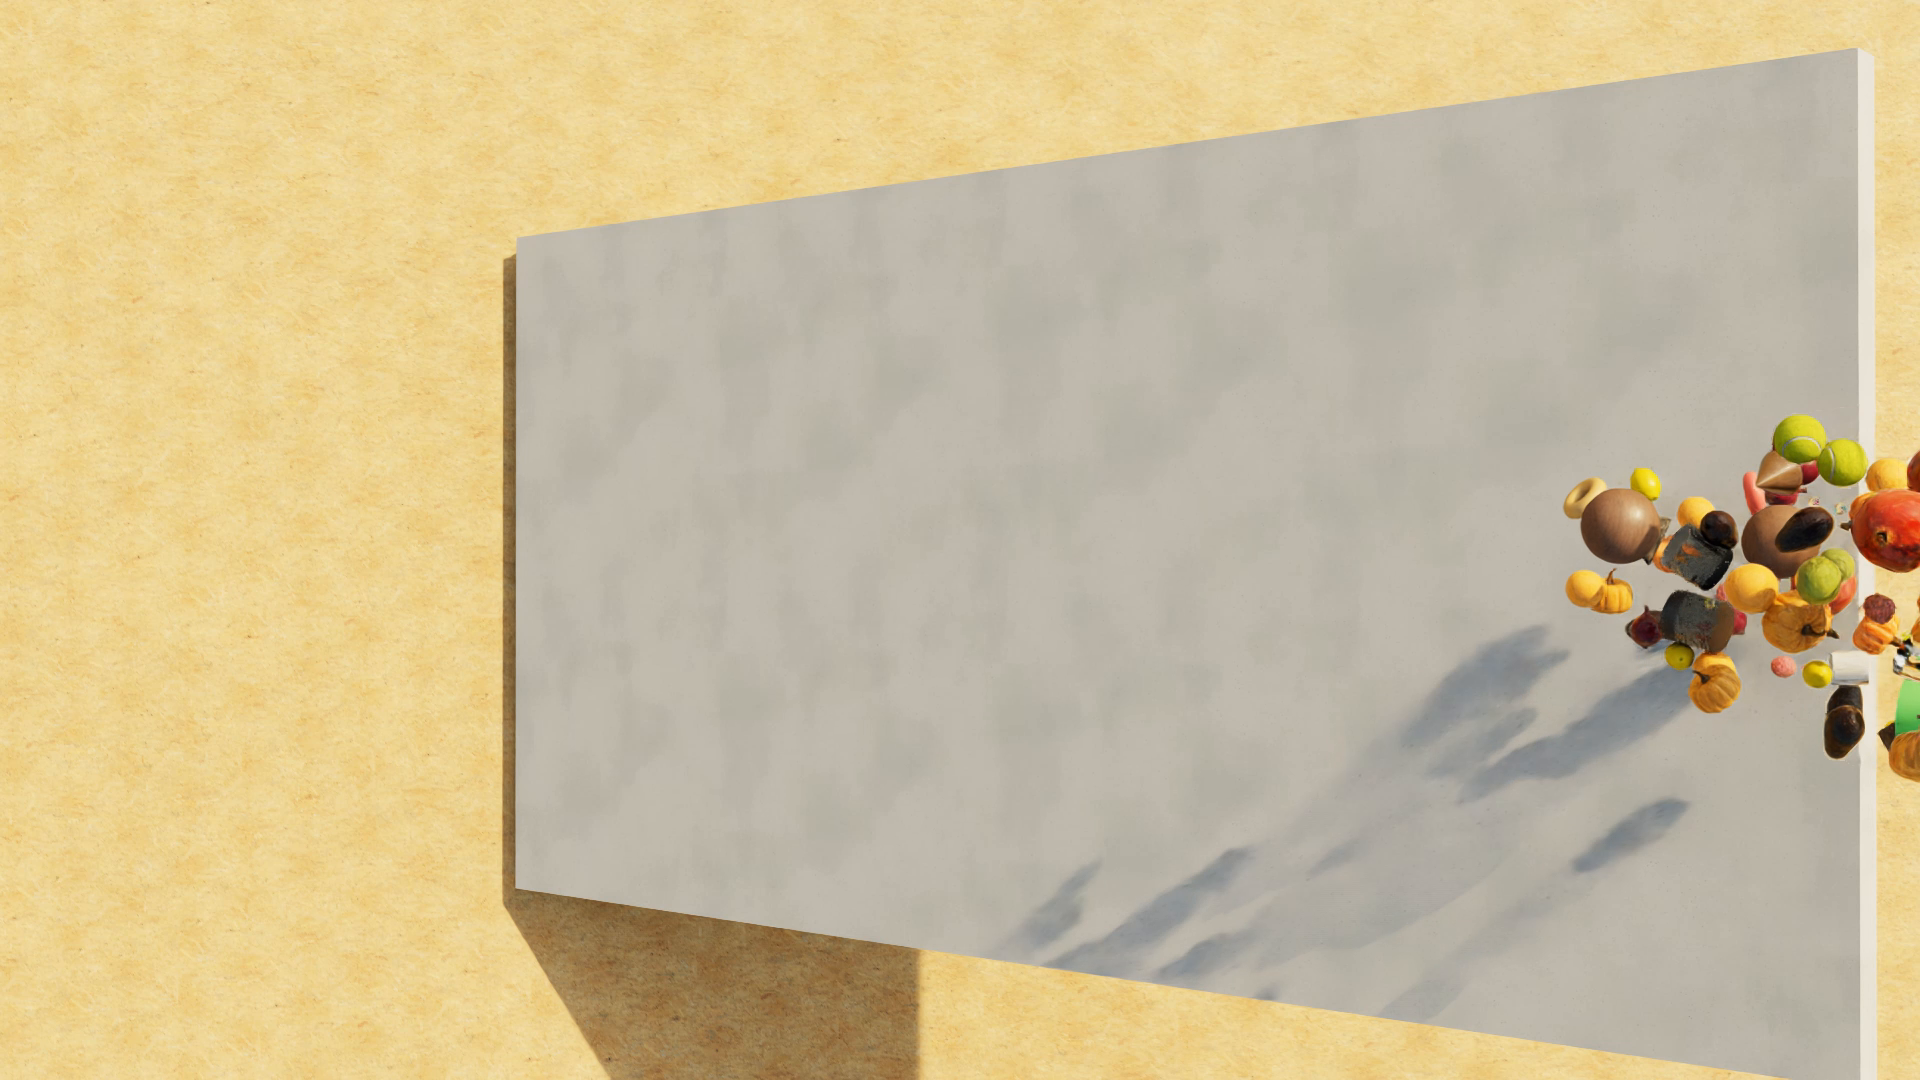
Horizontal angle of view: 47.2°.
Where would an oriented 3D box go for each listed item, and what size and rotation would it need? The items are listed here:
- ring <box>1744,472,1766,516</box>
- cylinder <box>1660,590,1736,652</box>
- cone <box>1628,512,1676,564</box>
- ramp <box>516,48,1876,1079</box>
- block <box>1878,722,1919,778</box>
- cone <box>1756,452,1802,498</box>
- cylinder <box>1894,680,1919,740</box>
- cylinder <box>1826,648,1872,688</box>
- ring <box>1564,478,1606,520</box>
[{"bbox_3d":[1.448,-0.084,4.009,0.028,0.083,0.083,-12,90,15],"label":"ring"},{"bbox_3d":[1.333,0.146,3.973,0.094,0.094,0.094,-14,112,-39],"label":"cylinder"},{"bbox_3d":[1.220,0.007,3.900,0.084,0.084,0.084,4,115,0],"label":"cone"},{"bbox_3d":[0.212,0.062,5.527,4.000,0.100,2.000,0,90,39],"label":"ramp"},{"bbox_3d":[1.608,0.346,3.717,0.066,0.066,0.066,-39,121,22],"label":"block"},{"bbox_3d":[1.229,-0.091,3.347,0.072,0.072,0.072,-19,90,-37],"label":"cone"},{"bbox_3d":[1.520,0.271,3.432,0.095,0.095,0.095,7,90,34],"label":"cylinder"},{"bbox_3d":[1.370,0.197,3.388,0.051,0.051,0.051,-16,90,31],"label":"cylinder"},{"bbox_3d":[1.188,-0.079,4.179,0.032,0.095,0.095,41,90,-13],"label":"ring"}]
